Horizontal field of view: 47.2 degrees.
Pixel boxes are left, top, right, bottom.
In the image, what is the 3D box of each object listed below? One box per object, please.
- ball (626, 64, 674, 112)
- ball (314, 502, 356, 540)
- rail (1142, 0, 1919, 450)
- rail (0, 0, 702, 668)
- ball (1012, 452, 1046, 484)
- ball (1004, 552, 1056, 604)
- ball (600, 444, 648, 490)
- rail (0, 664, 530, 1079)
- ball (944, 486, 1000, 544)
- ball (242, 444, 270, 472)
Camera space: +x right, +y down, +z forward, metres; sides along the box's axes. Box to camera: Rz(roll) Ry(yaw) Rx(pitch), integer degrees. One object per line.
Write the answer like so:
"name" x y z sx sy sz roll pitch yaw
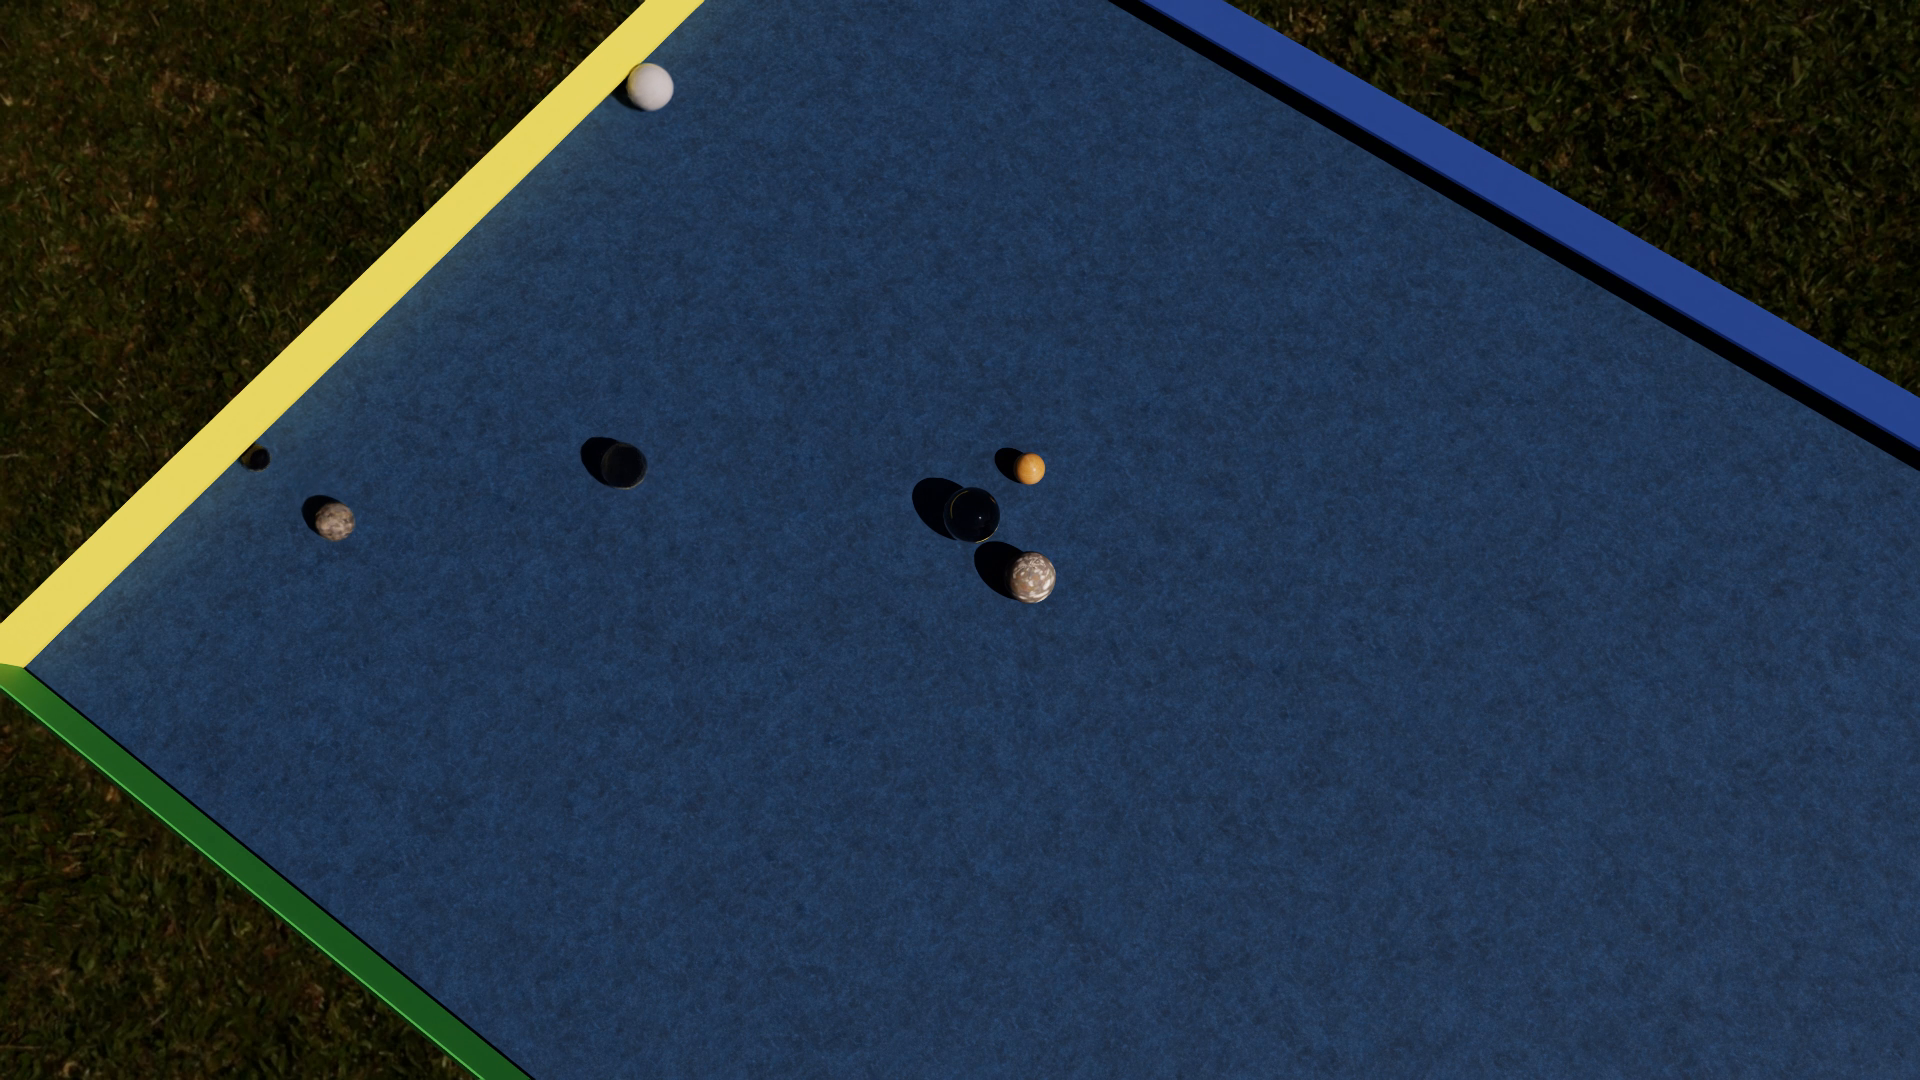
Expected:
"ball" -0.565 -0.824 4.005 0.085 0.085 0.085 0 64 0
"ball" -1.030 -0.031 3.625 0.065 0.065 0.065 0 64 0
"rail" 1.533 -0.215 3.682 4.353 0.122 0.045 34 68 15
"rail" -0.851 -0.585 3.865 0.045 0.122 2.255 34 68 15
"ball" 0.115 -0.119 3.674 0.055 0.055 0.055 0 64 0
"ball" 0.113 0.061 3.568 0.085 0.085 0.085 0 64 0
"ball" -0.560 -0.123 3.662 0.078 0.078 0.078 0 64 0
"rail" 0.206 1.366 2.902 4.353 0.122 0.045 34 68 15
"ball" 0.019 -0.041 3.613 0.094 0.094 0.094 0 64 0
"ball" -1.180 -0.137 3.687 0.047 0.047 0.047 0 64 0
